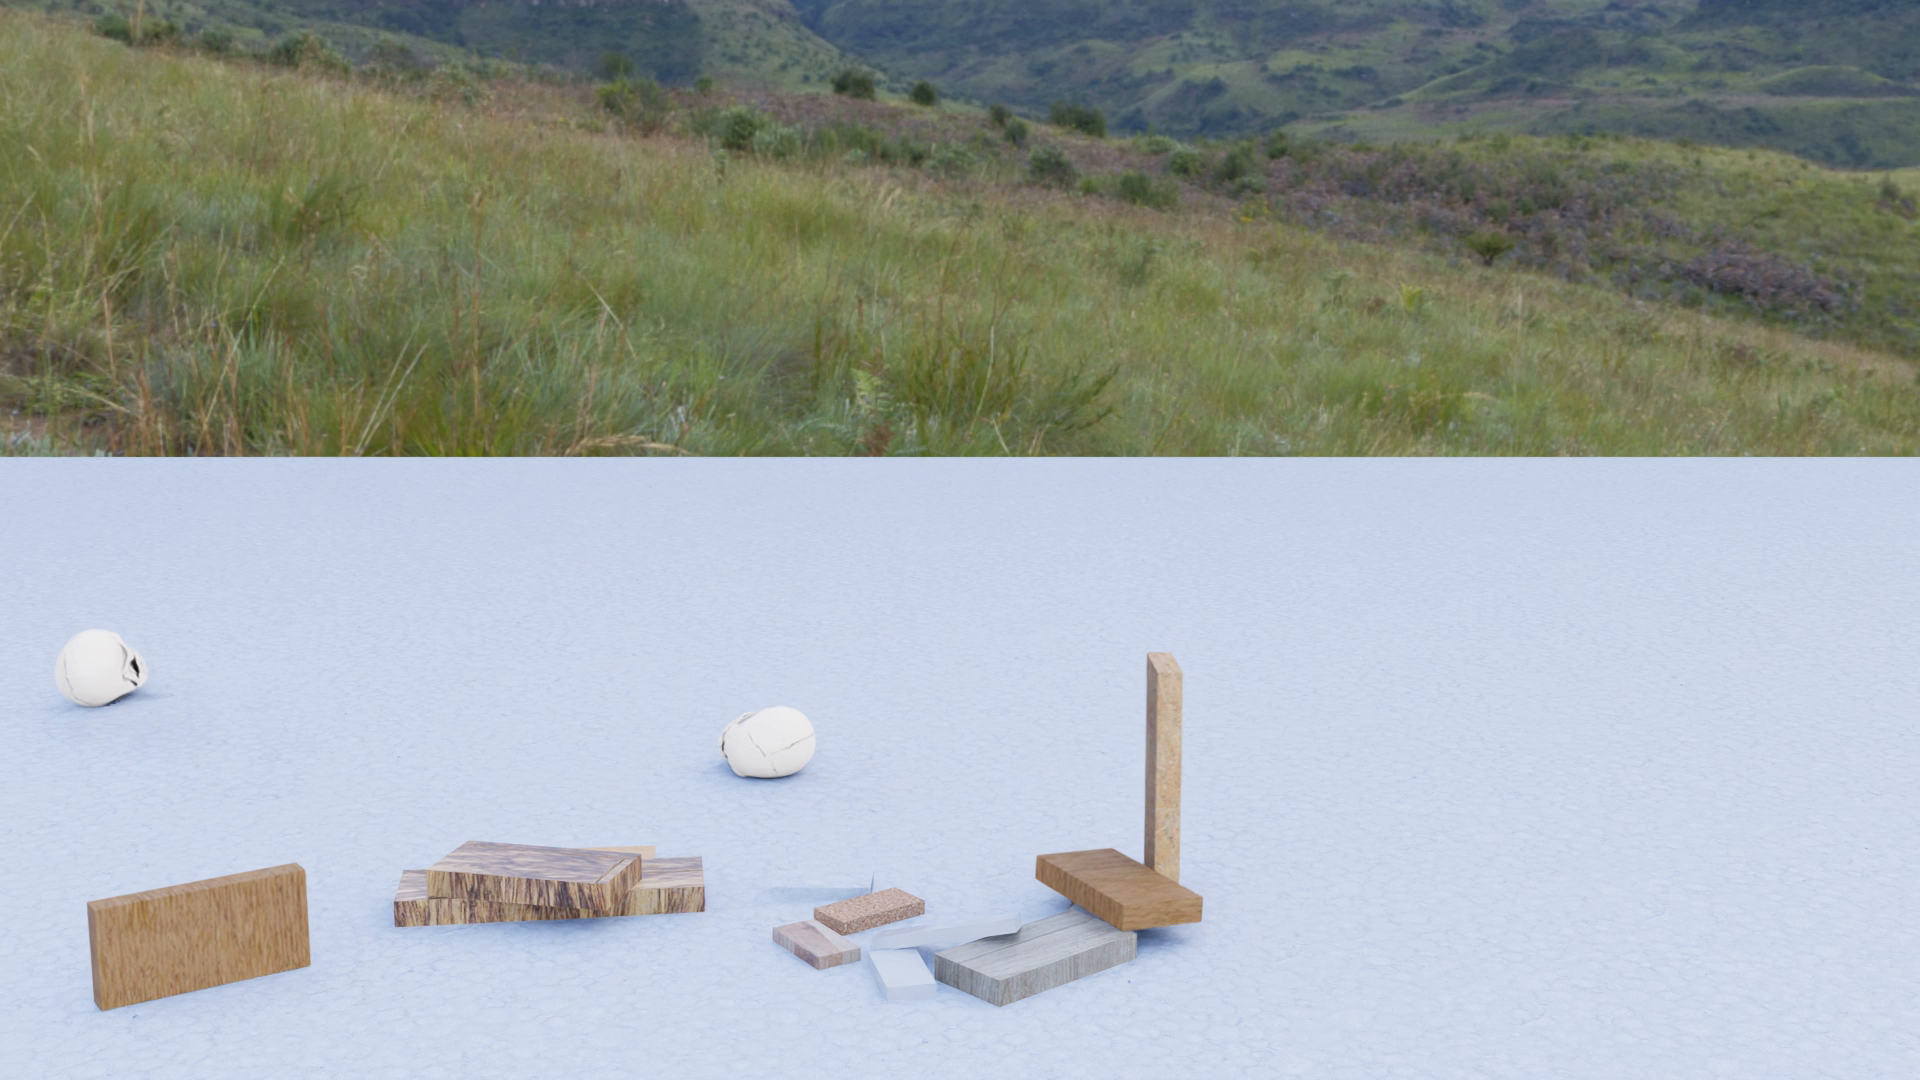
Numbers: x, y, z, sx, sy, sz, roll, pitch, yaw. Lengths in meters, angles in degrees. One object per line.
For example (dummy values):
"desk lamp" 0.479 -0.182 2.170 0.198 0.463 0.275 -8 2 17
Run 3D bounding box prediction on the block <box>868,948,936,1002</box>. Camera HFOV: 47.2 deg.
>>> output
"block" -0.088 0.649 3.292 0.074 0.021 0.148 -2 11 -13

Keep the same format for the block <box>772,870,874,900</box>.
"block" -0.228 0.577 3.673 0.163 0.023 0.081 0 11 2

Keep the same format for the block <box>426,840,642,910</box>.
"block" -0.689 0.543 3.567 0.307 0.043 0.153 2 11 13

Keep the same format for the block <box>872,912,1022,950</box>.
"block" -0.019 0.603 3.387 0.224 0.021 0.074 -9 -3 8

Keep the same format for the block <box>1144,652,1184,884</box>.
"block" 0.335 0.395 3.636 0.041 0.396 0.144 -1 11 -2

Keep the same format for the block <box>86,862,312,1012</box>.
"block" -1.127 0.587 3.267 0.307 0.153 0.043 -7 13 -34

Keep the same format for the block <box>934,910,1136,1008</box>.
"block" 0.117 0.631 3.335 0.287 0.041 0.144 -9 14 -41

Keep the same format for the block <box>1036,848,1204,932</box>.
"block" 0.252 0.559 3.536 0.144 0.041 0.287 -1 9 -26

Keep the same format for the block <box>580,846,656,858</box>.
"block" -0.609 0.554 3.799 0.163 0.023 0.081 -1 11 -6

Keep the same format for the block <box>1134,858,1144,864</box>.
"block" 0.290 0.567 3.757 0.049 0.014 0.097 2 11 11

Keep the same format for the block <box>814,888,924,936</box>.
"block" -0.146 0.600 3.553 0.163 0.023 0.081 -8 13 -38

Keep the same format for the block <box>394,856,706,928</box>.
"block" -0.670 0.577 3.619 0.493 0.043 0.153 -2 11 -8

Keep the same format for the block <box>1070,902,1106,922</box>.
"block" 0.225 0.601 3.531 0.095 0.014 0.048 7 29 29

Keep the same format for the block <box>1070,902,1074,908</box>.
"block" 0.231 0.592 3.584 0.095 0.014 0.048 3 28 15

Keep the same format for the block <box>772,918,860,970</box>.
"block" -0.223 0.627 3.413 0.074 0.021 0.148 -7 12 -32
